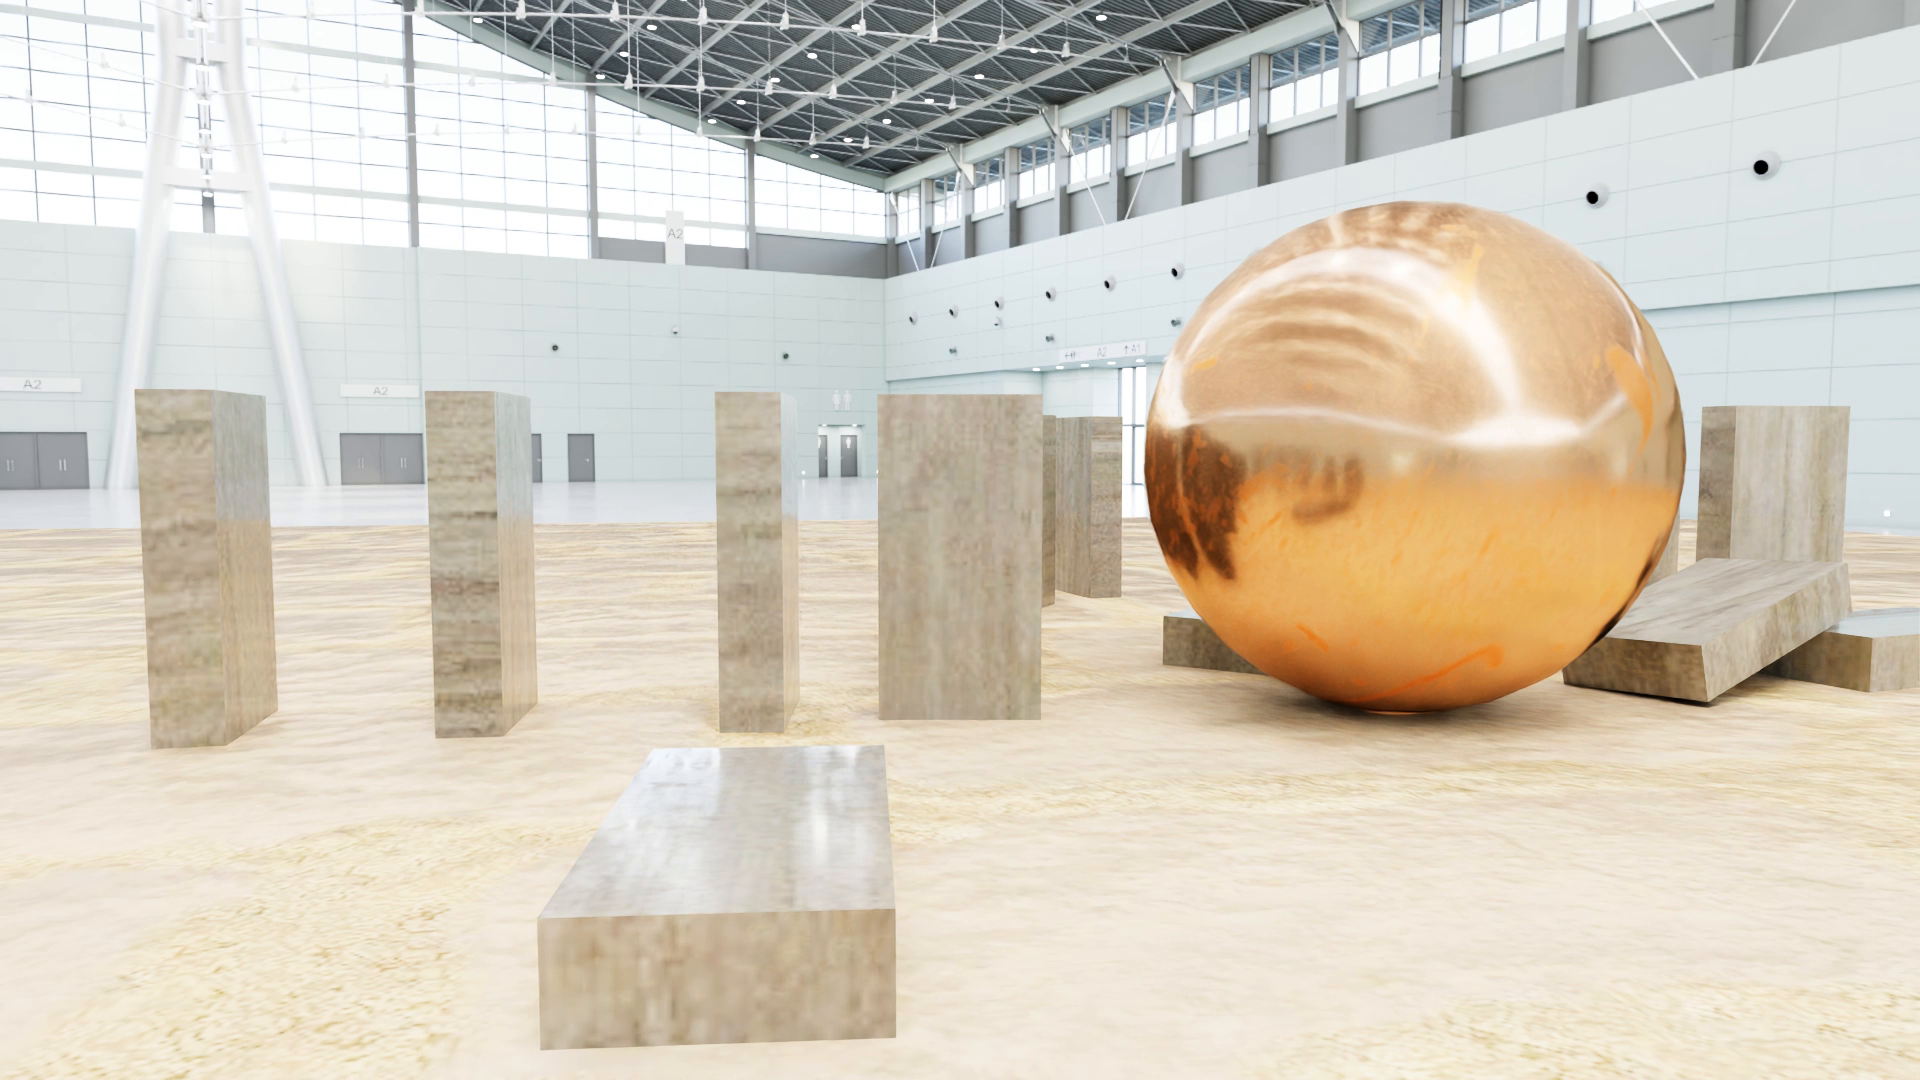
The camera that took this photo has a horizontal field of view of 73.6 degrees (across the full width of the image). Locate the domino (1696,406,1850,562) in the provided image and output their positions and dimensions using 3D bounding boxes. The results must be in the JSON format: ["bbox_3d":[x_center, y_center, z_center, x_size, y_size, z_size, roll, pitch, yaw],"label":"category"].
[{"bbox_3d":[0.164,-0.002,0.260,0.025,0.050,0.009,-1,4,-8],"label":"domino"}]

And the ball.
[{"bbox_3d":[0.070,-0.013,0.204,0.080,0.080,0.080,0,4,0],"label":"ball"}]

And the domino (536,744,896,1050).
[{"bbox_3d":[-0.019,0.029,0.116,0.025,0.010,0.050,0,4,-4],"label":"domino"}]

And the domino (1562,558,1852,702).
[{"bbox_3d":[0.133,0.015,0.229,0.050,0.009,0.025,-17,10,-31],"label":"domino"}]

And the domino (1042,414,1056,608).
[{"bbox_3d":[0.012,-0.008,0.341,0.025,0.050,0.009,2,5,24],"label":"domino"}]

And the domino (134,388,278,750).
[{"bbox_3d":[-0.111,0.003,0.190,0.009,0.050,0.025,-1,4,-13],"label":"domino"}]

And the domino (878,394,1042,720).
[{"bbox_3d":[0.000,0.002,0.201,0.025,0.050,0.009,0,4,0],"label":"domino"}]

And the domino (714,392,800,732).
[{"bbox_3d":[-0.031,0.003,0.200,0.010,0.050,0.025,0,4,-2],"label":"domino"}]

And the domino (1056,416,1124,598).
[{"bbox_3d":[0.036,-0.010,0.365,0.010,0.050,0.025,-2,5,-21],"label":"domino"}]

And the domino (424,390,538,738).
[{"bbox_3d":[-0.073,0.003,0.197,0.009,0.050,0.025,-1,4,-7],"label":"domino"}]

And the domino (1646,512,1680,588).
[{"bbox_3d":[0.153,-0.005,0.295,0.025,0.050,0.010,-2,5,-29],"label":"domino"}]

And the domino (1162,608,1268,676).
[{"bbox_3d":[0.063,0.018,0.261,0.025,0.009,0.050,3,5,33],"label":"domino"}]

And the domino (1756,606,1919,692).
[{"bbox_3d":[0.174,0.020,0.240,0.050,0.010,0.025,-2,5,-22],"label":"domino"}]
